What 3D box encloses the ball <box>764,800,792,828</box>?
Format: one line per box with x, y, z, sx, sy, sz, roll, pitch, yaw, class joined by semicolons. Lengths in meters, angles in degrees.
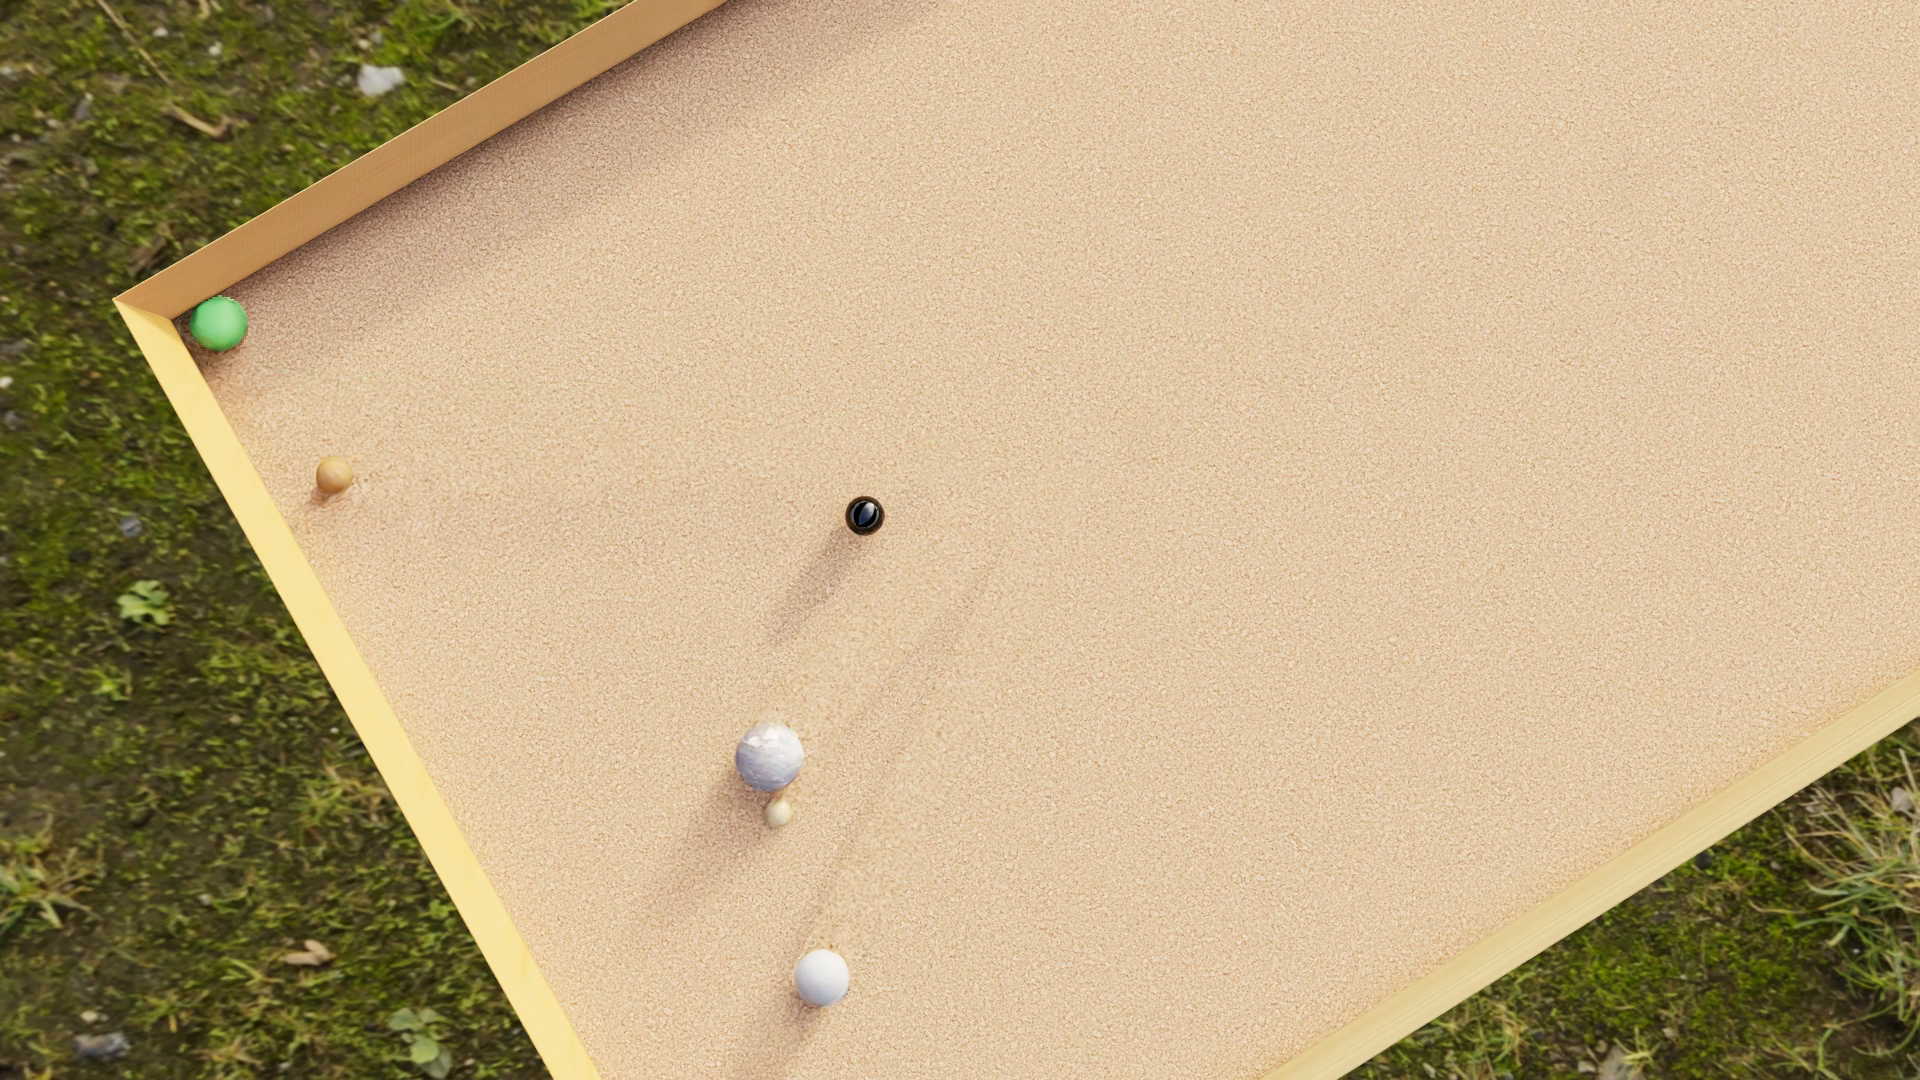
-0.267;0.401;3.223;0.041;0.041;0.041;0;83;0;ball

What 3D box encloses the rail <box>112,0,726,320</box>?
0.288;-1.229;3.392;3.540;0.128;0.045;-31;84;-4;rail

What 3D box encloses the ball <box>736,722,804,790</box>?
-0.277;0.315;3.206;0.099;0.099;0.099;0;83;0;ball

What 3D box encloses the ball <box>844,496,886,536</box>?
-0.141;-0.036;3.271;0.060;0.060;0.060;0;83;0;ball

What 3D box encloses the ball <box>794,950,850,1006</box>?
-0.199;0.631;3.174;0.079;0.079;0.079;0;83;0;ball

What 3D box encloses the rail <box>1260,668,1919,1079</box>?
1.227;0.315;3.190;3.540;0.128;0.045;-31;84;-4;rail

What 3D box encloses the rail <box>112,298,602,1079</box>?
-0.738;0.437;3.174;0.045;0.128;1.867;-31;84;-4;rail

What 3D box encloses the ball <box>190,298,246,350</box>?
-1.113;-0.324;3.299;0.080;0.080;0.080;0;83;0;ball

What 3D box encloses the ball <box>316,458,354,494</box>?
-0.934;-0.096;3.282;0.054;0.054;0.054;0;83;0;ball
